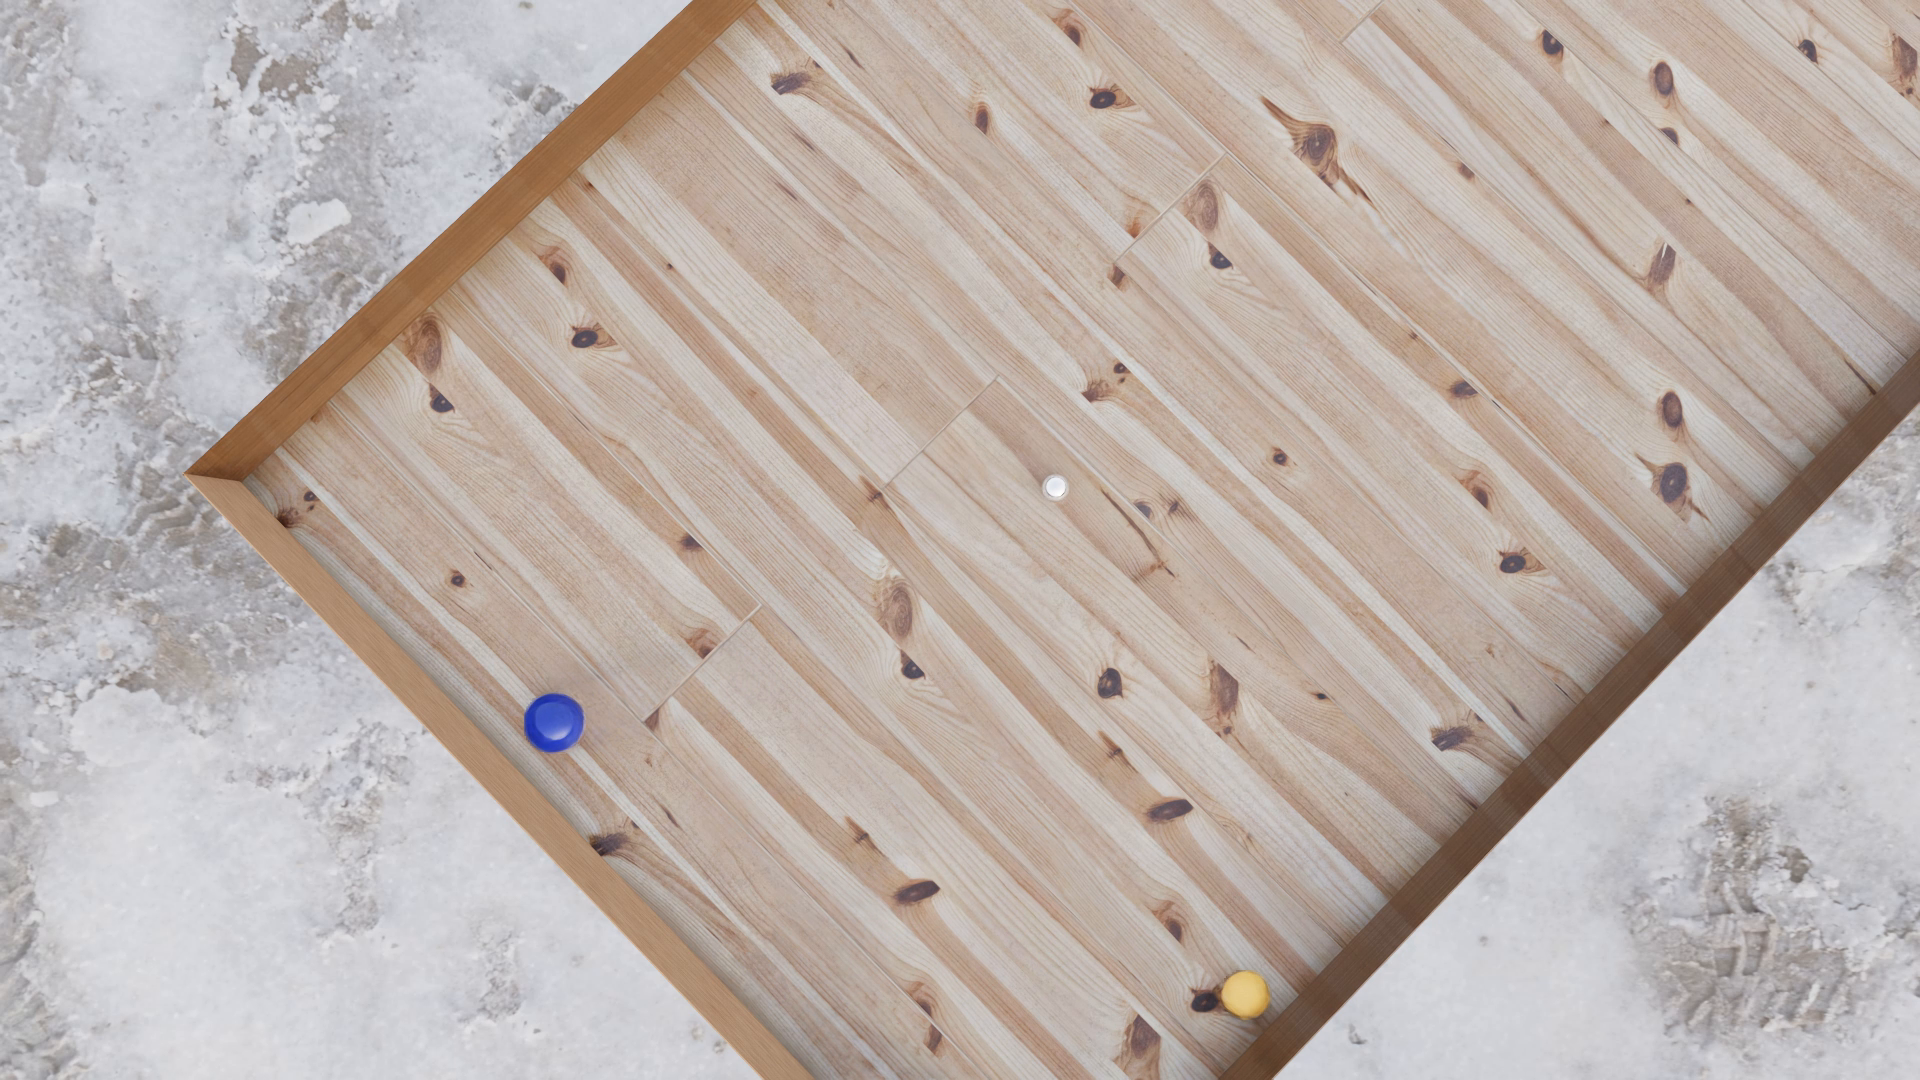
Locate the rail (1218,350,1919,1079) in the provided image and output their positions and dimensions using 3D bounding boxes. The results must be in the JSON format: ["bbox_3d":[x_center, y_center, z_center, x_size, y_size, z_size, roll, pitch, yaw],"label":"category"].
[{"bbox_3d":[1.114,0.061,3.234,2.969,0.128,0.045,-45,84,-6],"label":"rail"}]

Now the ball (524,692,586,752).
[{"bbox_3d":[-0.594,0.267,3.223,0.087,0.087,0.087,0,81,0],"label":"ball"}]

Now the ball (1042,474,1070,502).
[{"bbox_3d":[0.144,-0.078,3.301,0.042,0.042,0.042,0,81,0],"label":"ball"}]

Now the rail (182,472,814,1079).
[{"bbox_3d":[-0.509,0.497,3.165,0.045,0.128,1.714,-45,84,-6],"label":"rail"}]

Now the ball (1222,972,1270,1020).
[{"bbox_3d":[0.412,0.657,3.171,0.068,0.068,0.068,0,81,0],"label":"ball"}]

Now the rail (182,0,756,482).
[{"bbox_3d":[-0.063,-1.105,3.419,2.969,0.128,0.045,-45,84,-6],"label":"rail"}]
